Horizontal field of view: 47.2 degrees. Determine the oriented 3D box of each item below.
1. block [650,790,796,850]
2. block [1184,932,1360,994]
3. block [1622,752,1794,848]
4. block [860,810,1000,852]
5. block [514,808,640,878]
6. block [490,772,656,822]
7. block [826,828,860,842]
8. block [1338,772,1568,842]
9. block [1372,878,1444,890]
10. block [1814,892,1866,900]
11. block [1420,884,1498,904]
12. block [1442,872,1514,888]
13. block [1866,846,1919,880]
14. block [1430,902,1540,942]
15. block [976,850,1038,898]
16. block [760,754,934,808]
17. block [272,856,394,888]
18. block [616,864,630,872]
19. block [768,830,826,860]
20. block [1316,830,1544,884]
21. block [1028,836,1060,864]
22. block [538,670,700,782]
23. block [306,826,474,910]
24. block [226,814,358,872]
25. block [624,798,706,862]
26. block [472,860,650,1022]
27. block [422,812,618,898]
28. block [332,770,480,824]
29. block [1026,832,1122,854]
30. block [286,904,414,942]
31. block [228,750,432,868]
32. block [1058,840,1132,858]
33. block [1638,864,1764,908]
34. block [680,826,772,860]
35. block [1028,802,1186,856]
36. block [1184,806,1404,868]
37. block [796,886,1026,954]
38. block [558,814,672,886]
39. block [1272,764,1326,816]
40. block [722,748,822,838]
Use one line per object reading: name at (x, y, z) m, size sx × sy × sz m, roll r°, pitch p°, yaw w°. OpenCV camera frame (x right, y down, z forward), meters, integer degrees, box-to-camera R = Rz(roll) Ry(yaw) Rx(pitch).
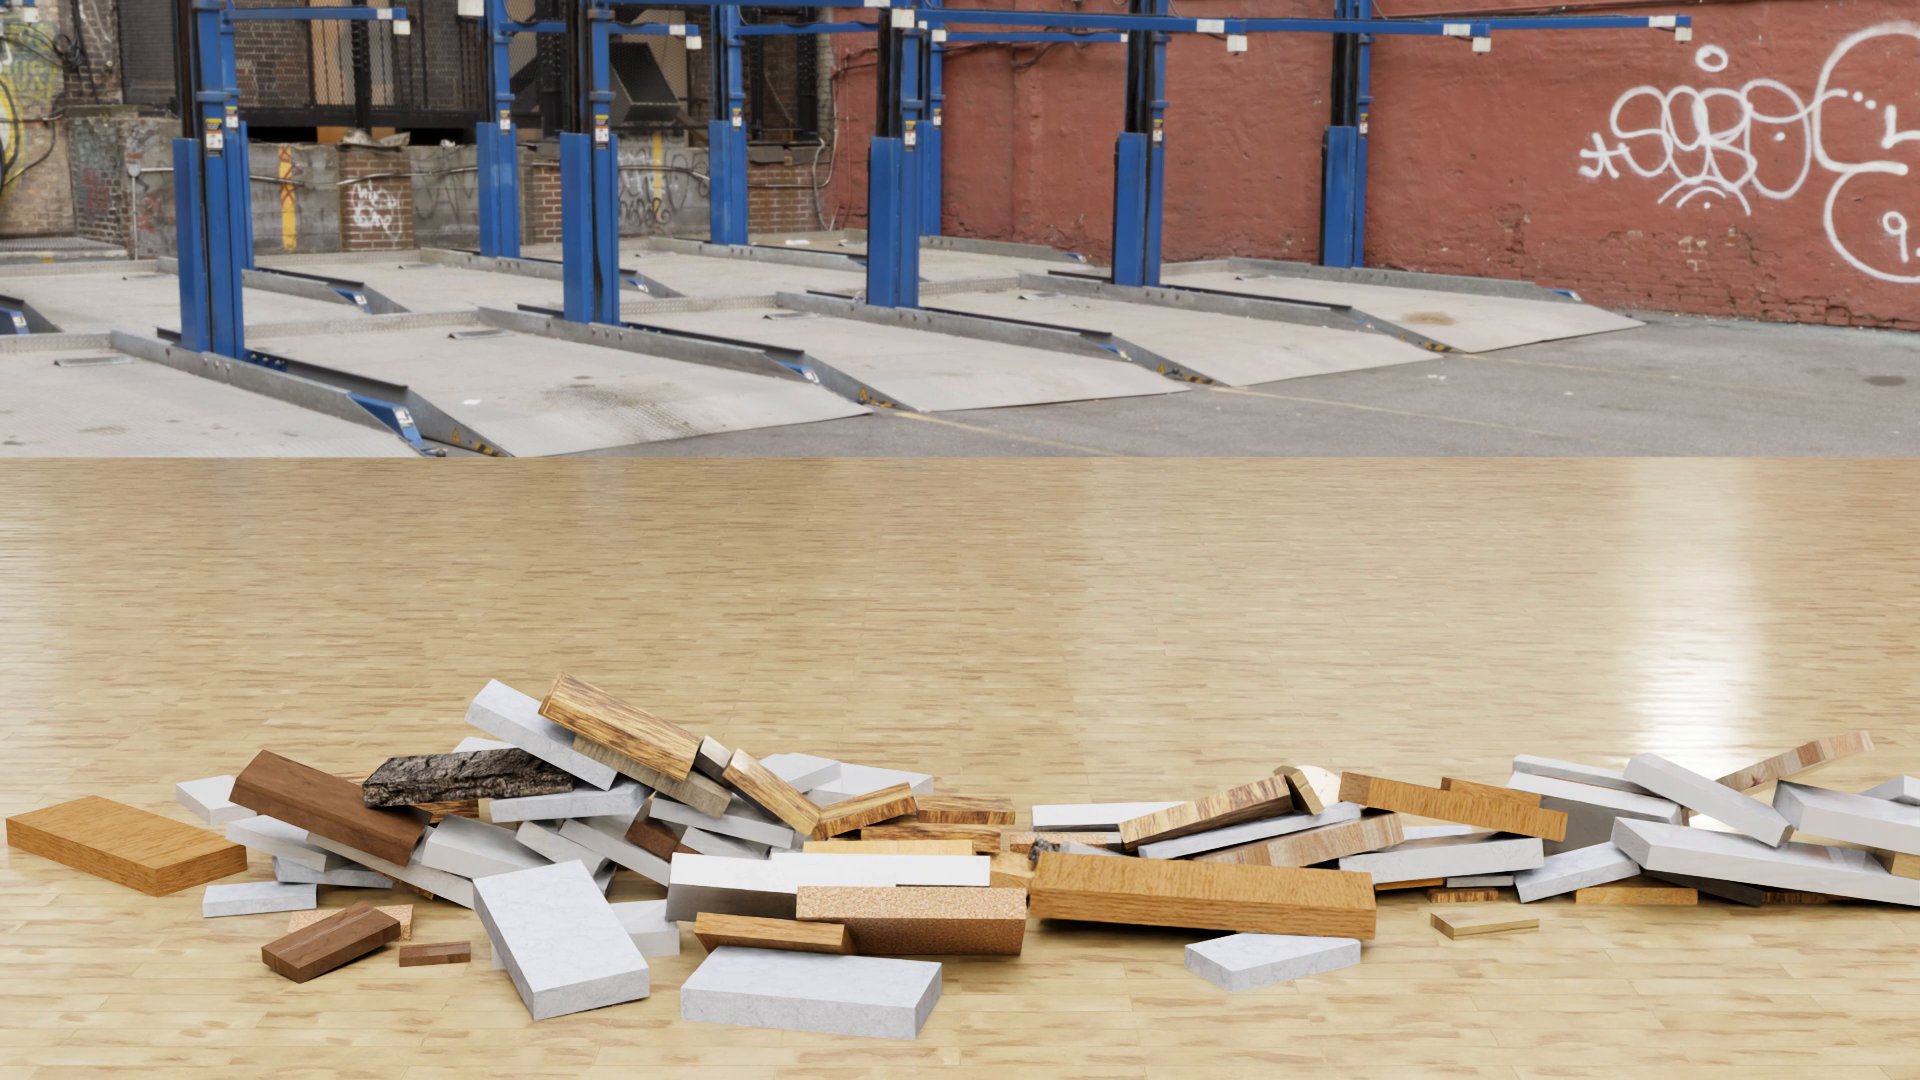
block at (-0.387, 0.451, 3.644) m, size 0.236 × 0.033 × 0.118 m, roll 13°, pitch 11°, yaw -1°
block at (0.477, 0.632, 3.351) m, size 0.241 × 0.034 × 0.121 m, roll -6°, pitch 12°, yaw -29°
block at (1.264, 0.435, 3.704) m, size 0.267 × 0.038 × 0.134 m, roll 25°, pitch 11°, yaw 28°
block at (-0.051, 0.483, 3.678) m, size 0.230 × 0.033 × 0.115 m, roll 3°, pitch 12°, yaw -3°
block at (-0.632, 0.479, 3.709) m, size 0.142 × 0.040 × 0.283 m, roll 29°, pitch 13°, yaw 3°
block at (-0.631, 0.417, 3.600) m, size 0.244 × 0.035 × 0.122 m, roll -5°, pitch 12°, yaw 13°
block at (-0.112, 0.532, 3.655) m, size 0.230 × 0.033 × 0.115 m, roll 18°, pitch 10°, yaw -3°
block at (0.827, 0.448, 3.703) m, size 0.339 × 0.048 × 0.170 m, roll 11°, pitch -4°, yaw -6°
block at (0.740, 0.566, 3.654) m, size 0.113 × 0.016 × 0.056 m, roll -5°, pitch -3°, yaw -1°
block at (1.455, 0.576, 3.633) m, size 0.115 × 0.016 × 0.058 m, roll 5°, pitch 12°, yaw -26°
block at (0.830, 0.584, 3.655) m, size 0.113 × 0.016 × 0.056 m, roll -1°, pitch 11°, yaw -6°
block at (0.859, 0.564, 3.671) m, size 0.113 × 0.016 × 0.056 m, roll -1°, pitch 4°, yaw -5°
block at (1.668, 0.541, 3.626) m, size 0.291 × 0.041 × 0.145 m, roll 11°, pitch 9°, yaw 6°
block at (0.837, 0.609, 3.508) m, size 0.151 × 0.021 × 0.076 m, roll -3°, pitch 11°, yaw -16°
block at (0.072, 0.549, 3.651) m, size 0.230 × 0.033 × 0.115 m, roll 12°, pitch 11°, yaw -7°
block at (-0.245, 0.471, 4.172) m, size 0.347 × 0.049 × 0.174 m, roll 5°, pitch 12°, yaw 25°
block at (-1.054, 0.552, 3.695) m, size 0.186 × 0.026 × 0.093 m, roll 8°, pitch 7°, yaw -25°
block at (-0.619, 0.558, 3.800) m, size 0.105 × 0.015 × 0.053 m, roll -2°, pitch 11°, yaw -8°
block at (-0.197, 0.538, 3.662) m, size 0.236 × 0.033 × 0.118 m, roll 18°, pitch 10°, yaw -2°
block at (0.784, 0.532, 3.685) m, size 0.339 × 0.048 × 0.170 m, roll -5°, pitch -3°, yaw -4°
block at (0.187, 0.546, 3.649) m, size 0.151 × 0.021 × 0.076 m, roll 29°, pitch 10°, yaw 3°
block at (-0.550, 0.301, 3.563) m, size 0.256 × 0.036 × 0.128 m, roll 26°, pitch 12°, yaw -7°
block at (-0.917, 0.514, 3.655) m, size 0.298 × 0.042 × 0.149 m, roll 23°, pitch 11°, yaw -2°
block at (-1.119, 0.509, 3.704) m, size 0.205 × 0.029 × 0.103 m, roll 14°, pitch 6°, yaw 21°
block at (-0.432, 0.517, 3.657) m, size 0.244 × 0.035 × 0.122 m, roll 28°, pitch 10°, yaw -4°
block at (-0.605, 0.597, 3.313) m, size 0.172 × 0.049 × 0.344 m, roll -8°, pitch 23°, yaw -25°
block at (-0.725, 0.533, 3.640) m, size 0.298 × 0.042 × 0.149 m, roll 16°, pitch 10°, yaw -3°
block at (-1.051, 0.464, 3.947) m, size 0.348 × 0.049 × 0.174 m, roll -4°, pitch 15°, yaw -18°
block at (0.193, 0.533, 3.760) m, size 0.161 × 0.081 × 0.023 m, roll 0°, pitch 45°, yaw 1°
block at (-0.964, 0.611, 3.482) m, size 0.186 × 0.026 × 0.093 m, roll -2°, pitch 11°, yaw -11°
block at (-1.023, 0.436, 3.588) m, size 0.298 × 0.042 × 0.149 m, roll 22°, pitch 11°, yaw -6°
block at (0.245, 0.526, 3.634) m, size 0.151 × 0.021 × 0.076 m, roll 15°, pitch -5°, yaw -8°
block at (1.220, 0.552, 3.648) m, size 0.198 × 0.028 × 0.099 m, roll 16°, pitch 10°, yaw -1°
block at (-0.344, 0.522, 3.658) m, size 0.236 × 0.033 × 0.118 m, roll 27°, pitch 10°, yaw -3°
block at (0.254, 0.504, 3.799) m, size 0.268 × 0.134 × 0.038 m, roll -1°, pitch 56°, yaw -5°
block at (0.552, 0.511, 3.665) m, size 0.339 × 0.048 × 0.170 m, roll -13°, pitch -2°, yaw -3°
block at (-0.074, 0.577, 3.329) m, size 0.339 × 0.048 × 0.170 m, roll 1°, pitch -29°, yaw -1°
block at (-0.539, 0.503, 3.649) m, size 0.244 × 0.035 × 0.122 m, roll 28°, pitch 13°, yaw -8°
block at (0.567, 0.419, 3.687) m, size 0.021 × 0.076 × 0.151 m, roll -31°, pitch -1°, yaw -4°
block at (-0.307, 0.412, 3.595) m, size 0.172 × 0.024 × 0.086 m, roll 37°, pitch 12°, yaw -6°
